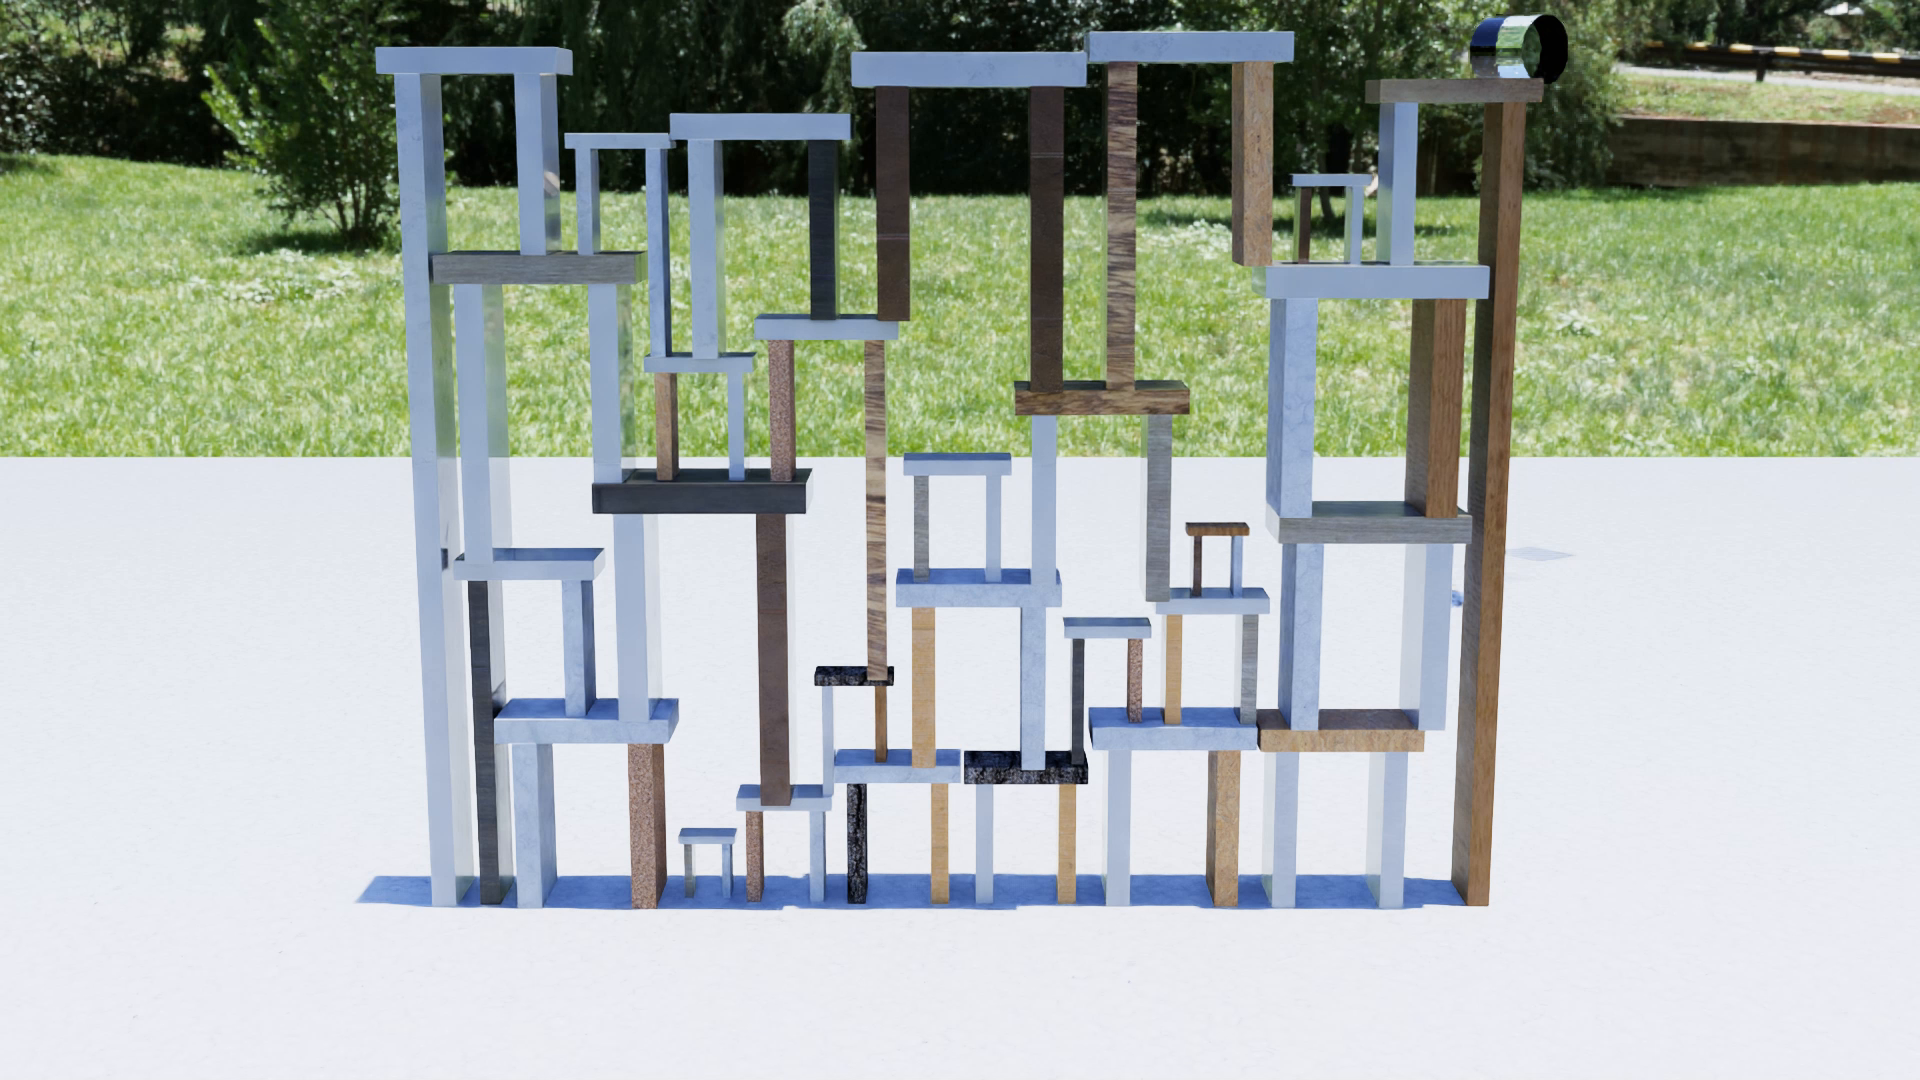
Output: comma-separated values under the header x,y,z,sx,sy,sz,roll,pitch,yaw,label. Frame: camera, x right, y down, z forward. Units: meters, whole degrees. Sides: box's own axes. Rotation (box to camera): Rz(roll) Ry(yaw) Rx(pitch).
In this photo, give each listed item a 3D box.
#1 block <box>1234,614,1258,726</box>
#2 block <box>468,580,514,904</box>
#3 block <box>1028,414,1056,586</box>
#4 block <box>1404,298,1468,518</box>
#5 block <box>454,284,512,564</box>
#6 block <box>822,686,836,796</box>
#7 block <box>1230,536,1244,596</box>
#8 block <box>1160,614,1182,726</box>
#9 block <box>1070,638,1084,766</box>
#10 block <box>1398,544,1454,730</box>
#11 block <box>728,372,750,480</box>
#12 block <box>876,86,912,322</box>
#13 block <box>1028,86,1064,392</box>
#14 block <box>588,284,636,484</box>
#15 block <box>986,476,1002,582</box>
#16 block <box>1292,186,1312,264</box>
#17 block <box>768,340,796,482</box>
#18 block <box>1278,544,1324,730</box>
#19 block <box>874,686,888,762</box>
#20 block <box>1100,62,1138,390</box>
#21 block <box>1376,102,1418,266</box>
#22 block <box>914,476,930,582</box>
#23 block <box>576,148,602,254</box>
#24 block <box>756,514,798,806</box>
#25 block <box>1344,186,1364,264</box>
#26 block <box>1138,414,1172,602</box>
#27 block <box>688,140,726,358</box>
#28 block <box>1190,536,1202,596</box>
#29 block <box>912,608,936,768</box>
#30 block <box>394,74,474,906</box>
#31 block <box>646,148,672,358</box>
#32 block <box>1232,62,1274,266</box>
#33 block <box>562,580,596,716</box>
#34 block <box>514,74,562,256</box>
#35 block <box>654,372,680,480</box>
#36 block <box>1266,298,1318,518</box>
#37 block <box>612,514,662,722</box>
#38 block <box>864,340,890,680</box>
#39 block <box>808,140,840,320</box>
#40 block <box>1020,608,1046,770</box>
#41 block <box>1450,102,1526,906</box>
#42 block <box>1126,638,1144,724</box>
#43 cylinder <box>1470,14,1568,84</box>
x,y,z,sx,sy,sz,roll,pitch,yaw,label
0.468,0.202,3.597,0.026,0.184,0.092,0,11,0,block
-0.772,0.322,3.621,0.032,0.545,0.113,0,11,0,block
0.133,-0.075,3.545,0.039,0.274,0.137,0,10,0,block
0.759,-0.220,3.517,0.049,0.345,0.172,0,11,0,block
-0.763,-0.193,3.524,0.044,0.441,0.156,0,11,0,block
-0.215,0.323,3.622,0.018,0.185,0.064,0,11,0,block
0.448,0.038,3.562,0.014,0.099,0.049,0,11,0,block
0.345,0.202,3.597,0.026,0.184,0.092,0,11,0,block
0.192,0.257,3.608,0.020,0.212,0.071,0,10,0,block
0.759,0.142,3.587,0.043,0.306,0.153,0,11,-1,block
-0.354,-0.187,3.520,0.024,0.172,0.086,0,11,0,block
-0.103,-0.530,3.457,0.050,0.356,0.178,0,11,0,block
0.134,-0.475,3.466,0.050,0.466,0.178,0,11,0,block
-0.555,-0.256,3.512,0.044,0.312,0.156,0,11,0,block
0.053,-0.025,3.554,0.024,0.173,0.086,0,10,0,block
0.539,-0.497,3.467,0.017,0.121,0.061,1,11,0,block
-0.284,-0.213,3.515,0.032,0.225,0.112,0,11,0,block
0.555,0.142,3.586,0.043,0.306,0.153,0,11,0,block
-0.130,0.295,3.617,0.018,0.129,0.064,0,10,0,block
0.250,-0.496,3.469,0.044,0.504,0.155,0,11,0,block
0.686,-0.560,3.454,0.035,0.249,0.125,0,11,0,block
-0.062,-0.025,3.554,0.024,0.173,0.086,0,10,0,block
-0.584,-0.533,3.455,0.023,0.163,0.081,0,11,0,block
-0.298,0.179,3.592,0.048,0.478,0.169,0,11,0,block
0.620,-0.497,3.466,0.017,0.122,0.061,1,11,0,block
0.315,-0.062,3.547,0.039,0.300,0.137,0,11,0,block
-0.398,-0.461,3.471,0.039,0.337,0.138,0,11,0,block
0.382,0.038,3.562,0.014,0.099,0.050,0,11,0,block
-0.059,0.227,3.606,0.038,0.266,0.133,0,10,0,block
-0.846,-0.069,3.552,0.039,1.338,0.138,0,11,0,block
-0.475,-0.454,3.469,0.023,0.323,0.081,0,11,0,block
0.458,-0.591,3.454,0.044,0.311,0.155,-1,11,0,block
-0.622,0.165,3.592,0.032,0.225,0.112,0,11,0,block
-0.662,-0.590,3.454,0.039,0.276,0.138,0,11,0,block
-0.469,-0.187,3.520,0.024,0.172,0.086,0,11,0,block
0.529,-0.220,3.517,0.049,0.345,0.172,0,11,0,block
-0.523,0.110,3.580,0.048,0.338,0.169,0,11,0,block
-0.134,-0.054,3.545,0.032,0.548,0.113,0,11,0,block
-0.213,-0.491,3.464,0.039,0.276,0.138,0,11,0,block
0.119,0.228,3.607,0.038,0.269,0.133,0,10,0,block
0.850,-0.046,3.550,0.035,1.294,0.125,0,11,0,block
0.286,0.222,3.601,0.020,0.141,0.071,0,11,0,block
1.451,-1.270,5.708,0.177,0.177,0.177,-7,13,-34,cylinder
